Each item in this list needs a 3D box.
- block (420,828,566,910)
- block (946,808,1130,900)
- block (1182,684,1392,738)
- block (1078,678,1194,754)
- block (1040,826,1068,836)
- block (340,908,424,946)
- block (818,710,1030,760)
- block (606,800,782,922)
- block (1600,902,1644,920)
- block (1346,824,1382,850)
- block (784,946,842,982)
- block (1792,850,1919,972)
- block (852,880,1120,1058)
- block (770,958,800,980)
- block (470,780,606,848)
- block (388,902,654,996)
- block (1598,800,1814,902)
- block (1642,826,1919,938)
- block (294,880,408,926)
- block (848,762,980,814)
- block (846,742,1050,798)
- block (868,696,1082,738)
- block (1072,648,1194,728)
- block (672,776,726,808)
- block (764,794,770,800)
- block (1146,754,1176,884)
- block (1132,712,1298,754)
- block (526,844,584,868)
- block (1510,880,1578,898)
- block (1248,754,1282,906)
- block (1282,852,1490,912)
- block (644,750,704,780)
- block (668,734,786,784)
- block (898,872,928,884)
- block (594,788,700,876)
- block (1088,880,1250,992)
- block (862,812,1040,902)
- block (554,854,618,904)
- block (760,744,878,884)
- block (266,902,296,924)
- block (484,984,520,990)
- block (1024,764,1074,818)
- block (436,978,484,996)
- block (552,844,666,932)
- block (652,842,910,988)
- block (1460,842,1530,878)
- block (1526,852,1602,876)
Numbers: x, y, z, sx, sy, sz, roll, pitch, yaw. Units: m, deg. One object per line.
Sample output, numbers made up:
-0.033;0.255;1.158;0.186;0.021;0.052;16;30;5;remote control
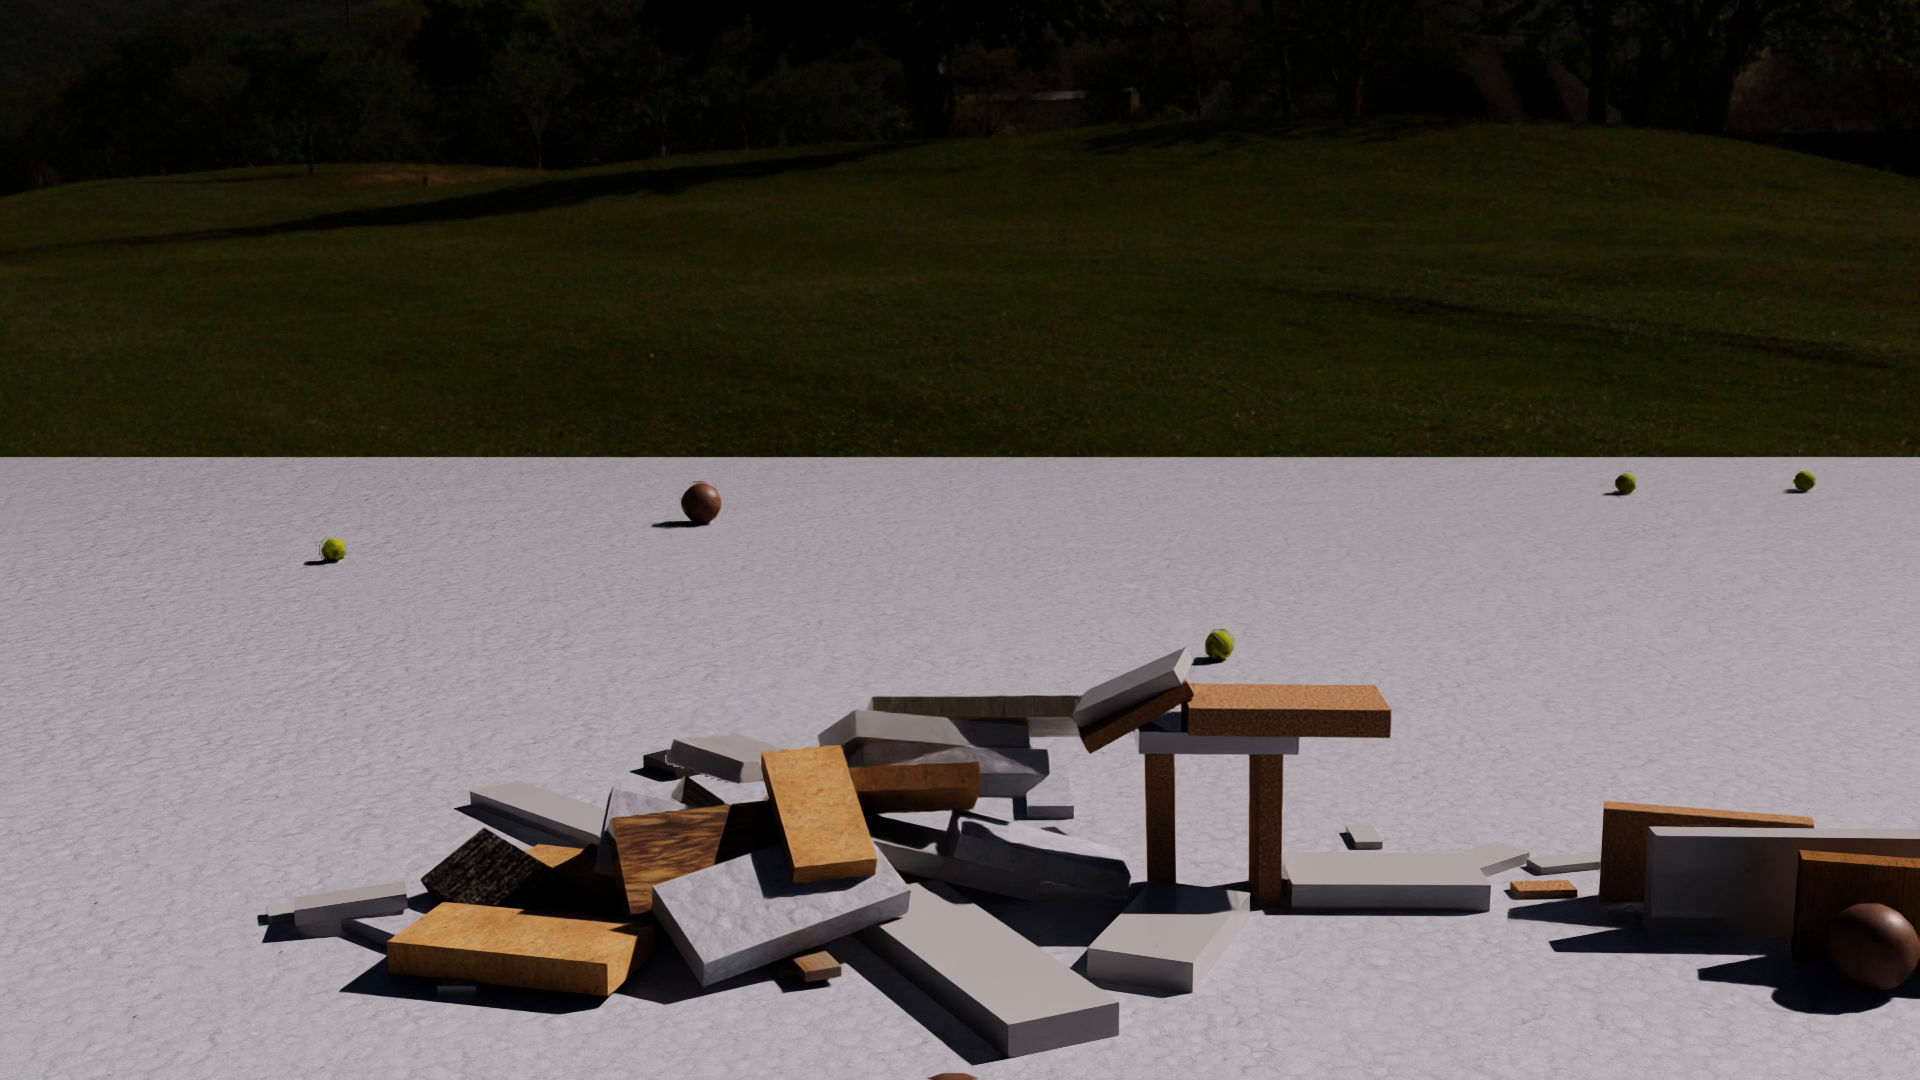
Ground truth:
-0.760;0.557;3.570;0.135;0.038;0.269;-40;30;-24;block
0.130;0.525;3.686;0.294;0.042;0.147;15;8;-7;block
0.531;0.279;3.603;0.322;0.046;0.161;0;11;2;block
0.289;0.281;3.625;0.196;0.028;0.098;-30;9;4;block
0.098;0.541;3.854;0.196;0.028;0.098;-4;11;-23;block
-0.891;0.613;3.480;0.173;0.024;0.086;8;13;38;block
-0.061;0.348;3.769;0.324;0.046;0.162;7;-23;-25;block
-0.366;0.502;3.471;0.356;0.162;0.046;-4;-31;-23;block
1.093;0.602;3.565;0.098;0.014;0.049;0;11;1;block
0.724;0.532;3.943;0.048;0.014;0.096;0;11;-1;block
-0.225;0.635;3.315;0.057;0.016;0.114;-5;12;-23;block
1.443;0.569;3.335;0.329;0.164;0.047;3;11;14;block
0.015;0.633;3.302;0.176;0.050;0.577;-5;12;-26;block
-0.265;0.644;3.345;0.045;0.013;0.090;-3;11;-17;block
-0.709;0.506;3.988;0.104;0.029;0.515;-9;12;-42;block
-0.659;0.614;3.314;0.353;0.050;0.176;3;11;14;block
1.214;0.523;3.587;0.322;0.161;0.046;3;9;15;block
1.371;0.542;3.476;0.556;0.164;0.047;0;11;2;block
-0.974;0.581;3.520;0.173;0.024;0.086;-7;7;-15;block
-0.119;0.419;3.687;0.294;0.042;0.147;-2;-22;-5;block
-0.027;0.396;3.770;0.324;0.046;0.162;4;-21;-16;block
0.043;0.306;3.790;0.405;0.037;0.130;1;-21;-10;block
0.287;0.245;3.650;0.196;0.028;0.098;-26;10;25;block
-0.360;0.498;3.645;0.266;0.038;0.133;36;6;-10;block
-0.319;0.509;4.022;0.104;0.029;0.208;1;11;5;block
0.332;0.463;3.645;0.037;0.258;0.129;-2;11;0;block
0.419;0.317;3.619;0.258;0.037;0.129;0;11;0;block
-0.622;0.564;3.705;0.269;0.038;0.135;3;11;18;block
0.974;0.583;3.669;0.098;0.014;0.049;-1;11;-4;block
0.506;0.463;3.646;0.037;0.258;0.129;-1;11;0;block
0.703;0.568;3.660;0.322;0.046;0.161;0;11;1;block
-0.520;0.436;4.416;0.104;0.029;0.208;10;15;44;block
-0.372;0.364;3.678;0.130;0.037;0.259;15;2;18;block
-0.187;0.531;3.637;0.266;0.038;0.133;18;8;-12;block
-0.438;0.490;3.504;0.266;0.133;0.038;14;-36;-12;block
0.329;0.612;3.421;0.164;0.047;0.328;4;11;22;block
-0.020;0.529;3.677;0.294;0.042;0.147;14;9;-8;block
-0.593;0.543;3.532;0.116;0.016;0.058;21;32;37;block
-0.225;0.430;3.470;0.130;0.037;0.259;-4;38;-16;block
-1.068;0.602;3.565;0.103;0.015;0.052;-4;11;-20;block
-0.667;0.647;3.319;0.058;0.016;0.116;3;11;14;block
0.167;0.478;4.205;0.086;0.024;0.280;0;11;0;block
-0.738;0.653;3.287;0.057;0.016;0.114;0;11;2;block
-0.508;0.565;3.550;0.269;0.038;0.135;9;26;17;block
-0.273;0.551;3.372;0.353;0.050;0.176;-15;41;-29;block
0.910;0.555;3.803;0.146;0.021;0.073;-8;13;-38;block
1.083;0.557;3.809;0.201;0.014;0.049;-3;11;-16;block
